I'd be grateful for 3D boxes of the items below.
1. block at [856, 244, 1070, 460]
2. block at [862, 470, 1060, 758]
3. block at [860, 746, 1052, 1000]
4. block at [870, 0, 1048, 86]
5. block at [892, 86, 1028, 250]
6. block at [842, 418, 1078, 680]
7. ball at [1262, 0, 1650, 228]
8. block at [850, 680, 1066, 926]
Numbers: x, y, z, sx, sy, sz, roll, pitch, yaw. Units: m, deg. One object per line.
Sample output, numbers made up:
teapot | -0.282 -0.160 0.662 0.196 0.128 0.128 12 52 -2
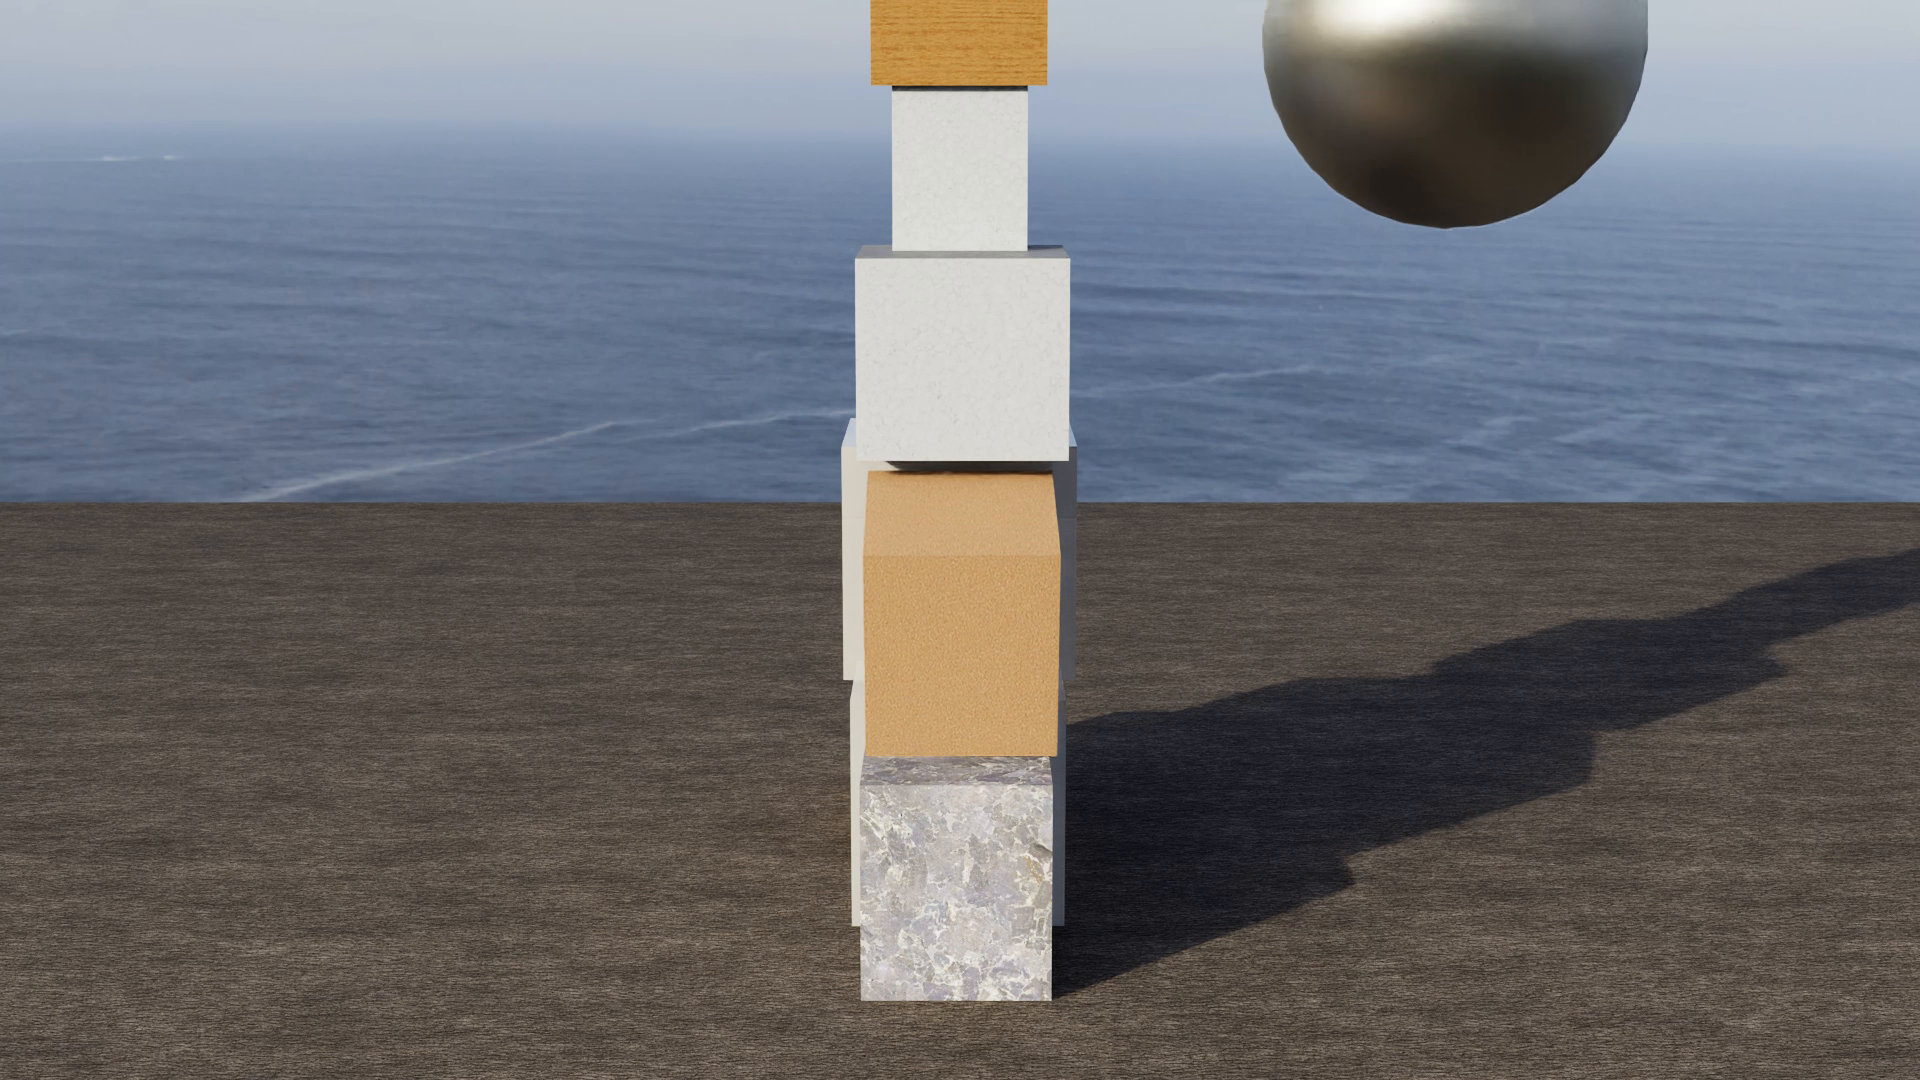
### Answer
block | 0.011 -0.791 10.648 0.853 0.810 0.832 0 10 0
block | 0.003 0.285 10.291 0.752 0.873 0.826 0 24 0
block | -0.014 1.270 10.194 0.730 0.854 0.866 0 10 0
block | -0.003 -2.324 10.758 0.719 0.820 0.741 0 10 0
block | 0.000 -1.589 10.891 0.558 0.674 0.654 0 10 0
block | -0.003 0.022 11.240 0.984 1.001 0.891 0 10 0
ball | 2.074 -2.116 10.796 1.600 1.600 1.600 0 10 0
block | -0.008 1.057 11.048 0.887 0.967 0.871 0 10 0
